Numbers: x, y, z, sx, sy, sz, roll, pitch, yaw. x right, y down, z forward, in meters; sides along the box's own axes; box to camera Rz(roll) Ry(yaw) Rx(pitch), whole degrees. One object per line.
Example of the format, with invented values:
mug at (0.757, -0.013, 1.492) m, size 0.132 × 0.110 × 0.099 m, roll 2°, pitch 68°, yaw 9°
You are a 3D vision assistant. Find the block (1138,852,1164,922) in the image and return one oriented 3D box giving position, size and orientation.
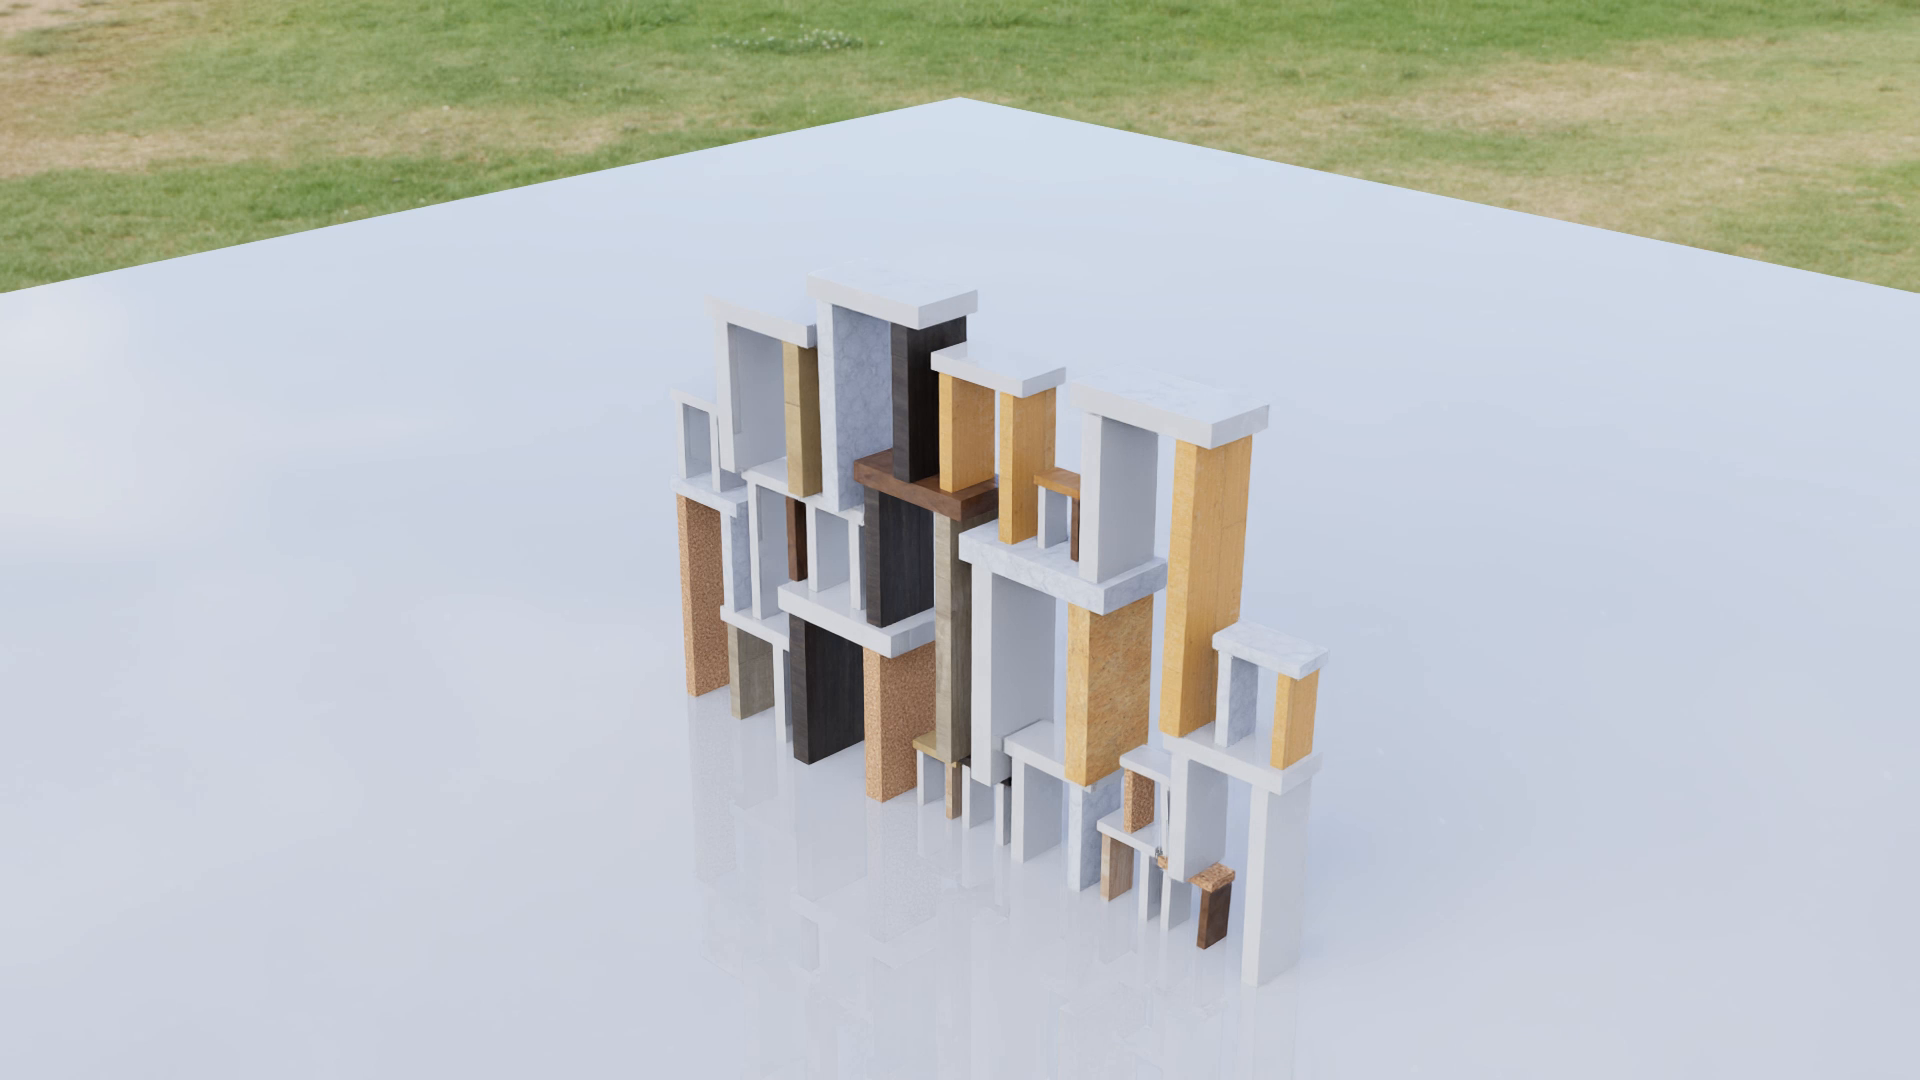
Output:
block at (0.365, 0.631, 4.091) m, size 0.020 × 0.142 × 0.071 m, roll 21°, pitch 31°, yaw 41°

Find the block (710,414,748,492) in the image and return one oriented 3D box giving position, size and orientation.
block at (-0.487, -0.196, 4.675) m, size 0.025 × 0.175 × 0.087 m, roll 21°, pitch 31°, yaw 41°

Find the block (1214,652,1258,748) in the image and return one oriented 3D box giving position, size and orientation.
block at (0.480, 0.262, 3.801) m, size 0.025 × 0.177 × 0.089 m, roll 19°, pitch 30°, yaw 37°

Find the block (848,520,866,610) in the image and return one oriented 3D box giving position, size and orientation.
block at (-0.179, 0.039, 4.435) m, size 0.027 × 0.190 × 0.095 m, roll 20°, pitch 30°, yaw 39°

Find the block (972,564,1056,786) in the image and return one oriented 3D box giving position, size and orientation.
block at (0.103, 0.235, 4.217) m, size 0.051 × 0.453 × 0.179 m, roll 21°, pitch 31°, yaw 40°

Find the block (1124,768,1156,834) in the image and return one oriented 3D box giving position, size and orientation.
block at (0.332, 0.471, 4.067) m, size 0.066 × 0.131 × 0.019 m, roll -21°, pitch 30°, yaw -41°

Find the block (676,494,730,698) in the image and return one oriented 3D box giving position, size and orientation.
block at (-0.563, 0.110, 4.881) m, size 0.032 × 0.485 × 0.113 m, roll 21°, pitch 31°, yaw 41°

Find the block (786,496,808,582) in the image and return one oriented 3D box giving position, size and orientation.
block at (-0.315, -0.015, 4.566) m, size 0.093 × 0.185 × 0.026 m, roll -21°, pitch 30°, yaw -41°

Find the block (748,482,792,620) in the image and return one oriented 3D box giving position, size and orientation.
block at (-0.401, 0.011, 4.671) m, size 0.093 × 0.314 × 0.026 m, roll -21°, pitch 31°, yaw -40°

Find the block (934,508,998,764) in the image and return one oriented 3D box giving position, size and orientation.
block at (0.020, 0.173, 4.275) m, size 0.148 × 0.522 × 0.042 m, roll -21°, pitch 31°, yaw -40°

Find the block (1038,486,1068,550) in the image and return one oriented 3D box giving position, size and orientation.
block at (0.170, -0.049, 4.022) m, size 0.017 × 0.121 × 0.061 m, roll 21°, pitch 31°, yaw 40°

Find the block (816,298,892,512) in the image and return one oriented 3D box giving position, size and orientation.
block at (-0.203, -0.280, 4.322) m, size 0.044 × 0.430 × 0.155 m, roll 21°, pitch 31°, yaw 40°

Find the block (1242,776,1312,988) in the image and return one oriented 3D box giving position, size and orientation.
block at (0.556, 0.588, 3.864) m, size 0.125 × 0.398 × 0.035 m, roll -21°, pitch 31°, yaw -41°

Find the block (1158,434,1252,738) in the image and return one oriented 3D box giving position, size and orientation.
block at (0.423, 0.069, 3.789) m, size 0.044 × 0.541 × 0.155 m, roll 21°, pitch 29°, yaw 40°

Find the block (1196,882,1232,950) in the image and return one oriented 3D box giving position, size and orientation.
block at (0.463, 0.675, 4.002) m, size 0.065 × 0.130 × 0.018 m, roll -22°, pitch 34°, yaw -40°

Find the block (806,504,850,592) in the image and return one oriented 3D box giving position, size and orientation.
block at (-0.269, 0.003, 4.518) m, size 0.095 × 0.190 × 0.027 m, roll -21°, pitch 31°, yaw -41°

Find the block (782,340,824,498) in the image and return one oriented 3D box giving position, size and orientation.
block at (-0.275, -0.260, 4.416) m, size 0.045 × 0.320 × 0.160 m, roll 21°, pitch 31°, yaw 40°

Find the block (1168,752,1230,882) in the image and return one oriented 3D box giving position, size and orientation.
block at (0.428, 0.475, 3.938) m, size 0.035 × 0.250 × 0.125 m, roll 19°, pitch 29°, yaw 39°

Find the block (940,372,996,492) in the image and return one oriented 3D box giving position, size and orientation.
block at (0.014, -0.215, 4.117) m, size 0.033 × 0.230 × 0.115 m, roll 21°, pitch 31°, yaw 41°

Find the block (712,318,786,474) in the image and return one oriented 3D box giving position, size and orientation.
block at (-0.427, -0.317, 4.559) m, size 0.160 × 0.326 × 0.045 m, roll -21°, pitch 30°, yaw -41°

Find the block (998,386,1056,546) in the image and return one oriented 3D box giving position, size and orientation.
block at (0.124, -0.145, 4.029) m, size 0.033 × 0.291 × 0.115 m, roll 21°, pitch 31°, yaw 40°

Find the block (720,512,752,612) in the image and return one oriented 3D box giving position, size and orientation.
block at (-0.457, 0.032, 4.733) m, size 0.113 × 0.226 × 0.032 m, roll -21°, pitch 31°, yaw -41°

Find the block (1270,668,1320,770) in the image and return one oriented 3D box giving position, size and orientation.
block at (0.568, 0.293, 3.729) m, size 0.025 × 0.177 × 0.089 m, roll 21°, pitch 30°, yaw 38°

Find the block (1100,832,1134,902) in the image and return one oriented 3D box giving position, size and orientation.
block at (0.298, 0.605, 4.153) m, size 0.020 × 0.142 × 0.071 m, roll 21°, pitch 31°, yaw 41°

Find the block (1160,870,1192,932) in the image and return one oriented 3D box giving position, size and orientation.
block at (0.401, 0.651, 4.059) m, size 0.065 × 0.130 × 0.018 m, roll -21°, pitch 33°, yaw -40°

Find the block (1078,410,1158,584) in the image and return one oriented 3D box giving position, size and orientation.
block at (0.281, -0.092, 3.882) m, size 0.044 × 0.310 × 0.155 m, roll 21°, pitch 31°, yaw 40°

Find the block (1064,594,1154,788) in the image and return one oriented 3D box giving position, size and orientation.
block at (0.274, 0.257, 4.043) m, size 0.051 × 0.358 × 0.179 m, roll 21°, pitch 31°, yaw 40°

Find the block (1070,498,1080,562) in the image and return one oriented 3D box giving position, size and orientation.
block at (0.227, -0.027, 3.970) m, size 0.017 × 0.121 × 0.061 m, roll 21°, pitch 31°, yaw 40°

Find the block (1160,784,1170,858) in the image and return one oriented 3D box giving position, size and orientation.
block at (0.396, 0.501, 4.010) m, size 0.066 × 0.146 × 0.019 m, roll -20°, pitch 26°, yaw -38°

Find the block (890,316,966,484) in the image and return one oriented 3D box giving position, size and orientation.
block at (-0.057, -0.276, 4.161) m, size 0.155 × 0.310 × 0.044 m, roll -21°, pitch 31°, yaw -40°

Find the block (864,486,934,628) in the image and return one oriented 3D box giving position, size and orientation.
block at (-0.119, 0.014, 4.359) m, size 0.148 × 0.295 × 0.042 m, roll -21°, pitch 31°, yaw -41°

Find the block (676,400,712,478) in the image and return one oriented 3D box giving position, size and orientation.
block at (-0.569, -0.228, 4.751) m, size 0.025 × 0.175 × 0.087 m, roll 21°, pitch 31°, yaw 41°
